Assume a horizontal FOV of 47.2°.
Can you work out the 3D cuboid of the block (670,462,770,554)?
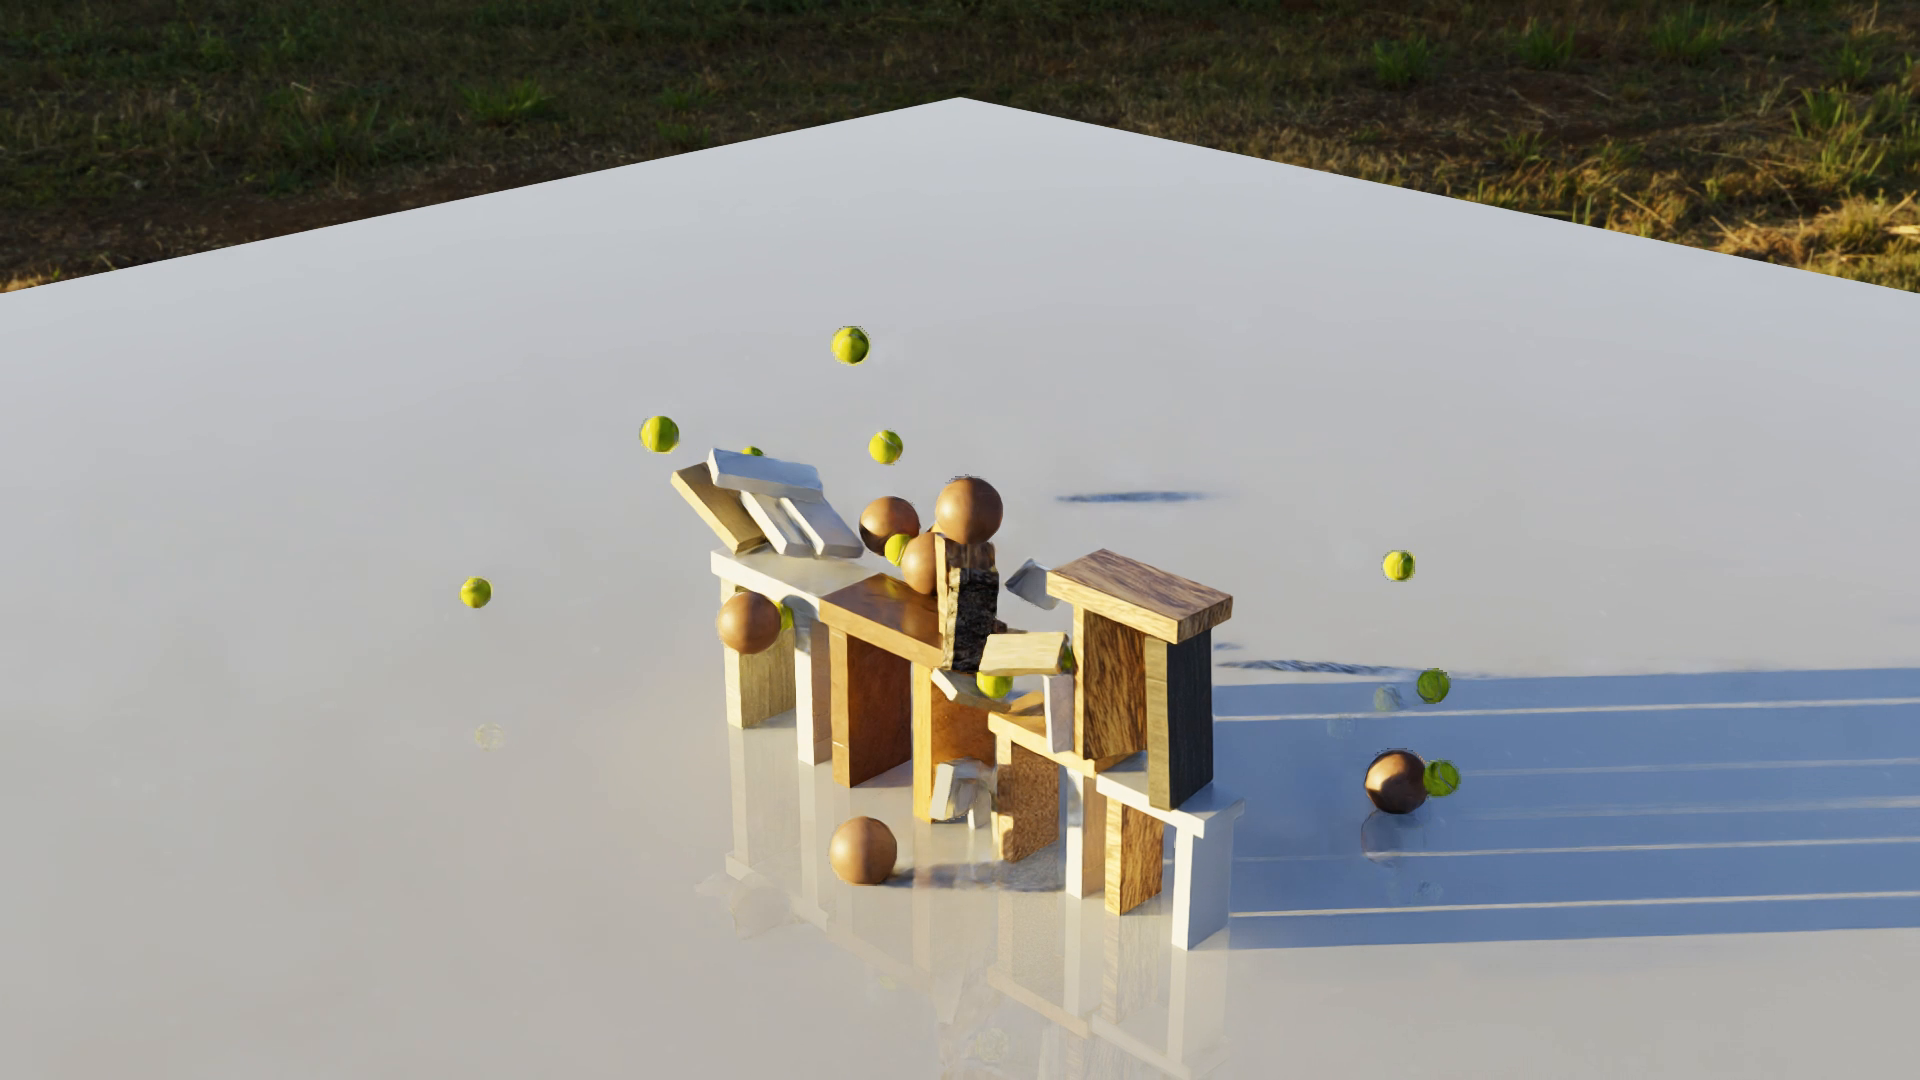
[{"bbox_3d":[-0.506,-0.074,4.741,0.117,0.033,0.233,-20,57,-42],"label":"block"}]

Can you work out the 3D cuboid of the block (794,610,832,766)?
[{"bbox_3d":[-0.264,0.286,4.640,0.049,0.348,0.174,21,31,41],"label":"block"}]

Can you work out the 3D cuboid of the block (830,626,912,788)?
[{"bbox_3d":[-0.183,0.319,4.554,0.050,0.355,0.177,21,31,40],"label":"block"}]

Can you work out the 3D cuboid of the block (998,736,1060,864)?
[{"bbox_3d":[0.134,0.482,4.281,0.134,0.268,0.038,-21,30,-41],"label":"block"}]

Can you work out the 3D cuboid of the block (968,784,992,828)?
[{"bbox_3d":[0.038,0.521,4.402,0.050,0.101,0.014,-21,25,-40],"label":"block"}]

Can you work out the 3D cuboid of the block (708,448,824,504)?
[{"bbox_3d":[-0.416,-0.137,4.706,0.233,0.033,0.117,9,26,-20],"label":"block"}]

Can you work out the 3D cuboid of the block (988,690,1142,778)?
[{"bbox_3d":[0.197,0.365,4.162,0.268,0.038,0.134,21,31,40],"label":"block"}]

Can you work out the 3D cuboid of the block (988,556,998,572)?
[{"bbox_3d":[0.039,0.032,4.391,0.022,0.077,0.154,-39,-6,-2],"label":"block"}]

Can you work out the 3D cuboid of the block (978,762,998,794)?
[{"bbox_3d":[0.057,0.472,4.366,0.050,0.014,0.101,-17,29,-39],"label":"block"}]

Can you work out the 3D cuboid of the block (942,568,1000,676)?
[{"bbox_3d":[0.021,0.158,4.242,0.102,0.203,0.029,7,-4,-40],"label":"block"}]

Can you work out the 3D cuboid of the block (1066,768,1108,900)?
[{"bbox_3d":[0.262,0.532,4.163,0.038,0.268,0.134,21,30,41],"label":"block"}]

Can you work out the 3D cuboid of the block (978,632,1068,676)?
[{"bbox_3d":[0.117,0.209,4.029,0.156,0.022,0.078,-3,52,28],"label":"block"}]

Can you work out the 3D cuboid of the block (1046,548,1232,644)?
[{"bbox_3d":[0.317,0.097,3.910,0.303,0.043,0.152,21,31,41],"label":"block"}]

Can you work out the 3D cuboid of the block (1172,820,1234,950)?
[{"bbox_3d":[0.442,0.612,4.003,0.035,0.246,0.123,20,30,40],"label":"block"}]

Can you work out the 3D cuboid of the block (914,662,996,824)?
[{"bbox_3d":[-0.010,0.377,4.419,0.177,0.355,0.050,-20,31,-39],"label":"block"}]

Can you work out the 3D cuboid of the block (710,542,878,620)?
[{"bbox_3d":[-0.346,0.071,4.639,0.348,0.049,0.174,21,31,41],"label":"block"}]

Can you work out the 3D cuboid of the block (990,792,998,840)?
[{"bbox_3d":[0.086,0.538,4.359,0.050,0.101,0.014,-19,22,-42],"label":"block"}]

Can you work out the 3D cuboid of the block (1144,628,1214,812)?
[{"bbox_3d":[0.390,0.302,3.905,0.043,0.329,0.152,12,25,35],"label":"block"}]

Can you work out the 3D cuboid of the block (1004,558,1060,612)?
[{"bbox_3d":[0.163,0.093,4.492,0.154,0.077,0.022,29,21,-51],"label":"block"}]

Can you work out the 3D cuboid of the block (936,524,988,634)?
[{"bbox_3d":[0.007,0.078,4.275,0.102,0.203,0.029,-15,23,-33],"label":"block"}]

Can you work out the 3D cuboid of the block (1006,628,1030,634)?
[{"bbox_3d":[0.042,0.214,4.924,0.206,0.029,0.103,-2,-9,39],"label":"block"}]

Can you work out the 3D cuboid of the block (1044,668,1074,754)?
[{"bbox_3d":[0.198,0.312,4.038,0.078,0.156,0.022,-11,22,-17],"label":"block"}]

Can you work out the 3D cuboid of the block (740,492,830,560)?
[{"bbox_3d":[-0.370,-0.037,4.683,0.117,0.033,0.233,6,28,-35],"label":"block"}]

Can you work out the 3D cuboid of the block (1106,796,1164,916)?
[{"bbox_3d":[0.327,0.567,4.110,0.035,0.246,0.123,20,30,41],"label":"block"}]

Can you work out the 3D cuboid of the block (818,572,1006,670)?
[{"bbox_3d":[-0.097,0.164,4.401,0.355,0.050,0.177,21,31,40],"label":"block"}]

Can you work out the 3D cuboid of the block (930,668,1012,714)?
[{"bbox_3d":[0.022,0.286,4.158,0.156,0.022,0.078,18,21,-45],"label":"block"}]

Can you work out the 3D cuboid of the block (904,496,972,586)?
[{"bbox_3d":[-0.046,0.006,4.579,0.029,0.206,0.103,28,46,-17],"label":"block"}]

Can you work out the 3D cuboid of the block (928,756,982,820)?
[{"bbox_3d":[-0.008,0.473,4.201,0.029,0.102,0.302,10,-1,11],"label":"block"}]

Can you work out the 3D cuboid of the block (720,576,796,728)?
[{"bbox_3d":[-0.429,0.221,4.793,0.174,0.348,0.049,-20,30,-39],"label":"block"}]

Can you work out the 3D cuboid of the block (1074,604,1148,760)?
[{"bbox_3d":[0.285,0.245,4.009,0.152,0.303,0.043,-8,22,-19],"label":"block"}]

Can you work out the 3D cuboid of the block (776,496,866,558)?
[{"bbox_3d":[-0.295,-0.032,4.661,0.103,0.029,0.213,5,29,-36],"label":"block"}]

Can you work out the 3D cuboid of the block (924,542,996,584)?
[{"bbox_3d":[-0.001,0.048,4.654,0.154,0.022,0.077,-18,16,9],"label":"block"}]

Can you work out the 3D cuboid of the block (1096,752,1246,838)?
[{"bbox_3d":[0.382,0.461,3.999,0.246,0.035,0.123,20,30,39],"label":"block"}]
